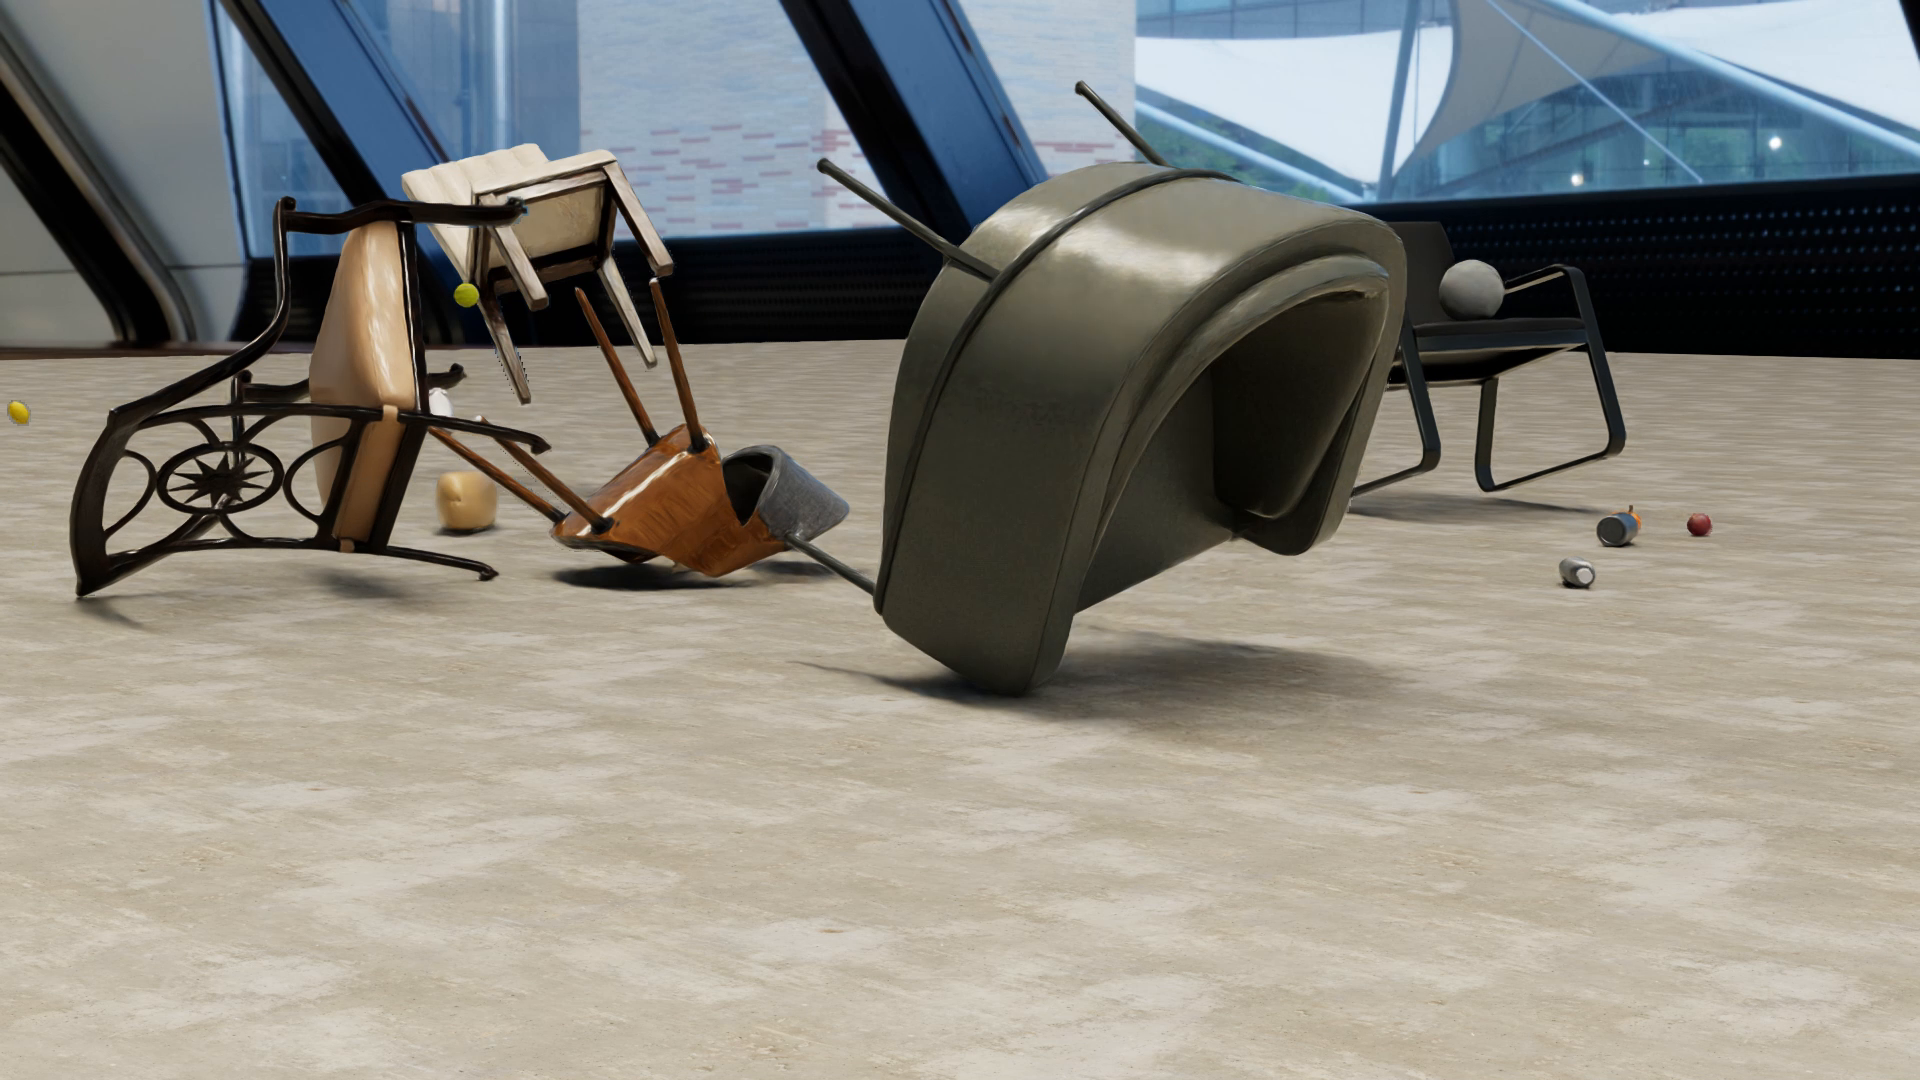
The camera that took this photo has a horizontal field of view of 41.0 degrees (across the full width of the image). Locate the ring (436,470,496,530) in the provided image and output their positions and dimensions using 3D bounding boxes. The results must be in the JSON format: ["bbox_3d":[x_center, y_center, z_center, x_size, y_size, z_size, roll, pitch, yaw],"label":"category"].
[{"bbox_3d":[-1.287,-0.105,6.692,0.150,0.147,0.435,-3,3,-3],"label":"ring"}]

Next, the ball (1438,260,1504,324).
[{"bbox_3d":[1.412,-0.685,7.083,0.178,0.178,0.178,0,6,0],"label":"ball"}]

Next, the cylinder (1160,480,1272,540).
[{"bbox_3d":[0.646,-0.078,6.477,0.228,0.110,0.197,28,-8,-28],"label":"cylinder"}]

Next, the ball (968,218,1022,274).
[{"bbox_3d":[0.119,-1.000,8.716,0.185,0.185,0.185,0,6,0],"label":"ball"}]

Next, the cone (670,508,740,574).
[{"bbox_3d":[-0.590,0.035,5.728,0.159,0.156,0.081,-37,21,-34],"label":"cone"}]

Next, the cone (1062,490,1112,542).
[{"bbox_3d":[0.289,-0.037,6.382,0.092,0.172,0.085,-35,18,25],"label":"cone"}]
